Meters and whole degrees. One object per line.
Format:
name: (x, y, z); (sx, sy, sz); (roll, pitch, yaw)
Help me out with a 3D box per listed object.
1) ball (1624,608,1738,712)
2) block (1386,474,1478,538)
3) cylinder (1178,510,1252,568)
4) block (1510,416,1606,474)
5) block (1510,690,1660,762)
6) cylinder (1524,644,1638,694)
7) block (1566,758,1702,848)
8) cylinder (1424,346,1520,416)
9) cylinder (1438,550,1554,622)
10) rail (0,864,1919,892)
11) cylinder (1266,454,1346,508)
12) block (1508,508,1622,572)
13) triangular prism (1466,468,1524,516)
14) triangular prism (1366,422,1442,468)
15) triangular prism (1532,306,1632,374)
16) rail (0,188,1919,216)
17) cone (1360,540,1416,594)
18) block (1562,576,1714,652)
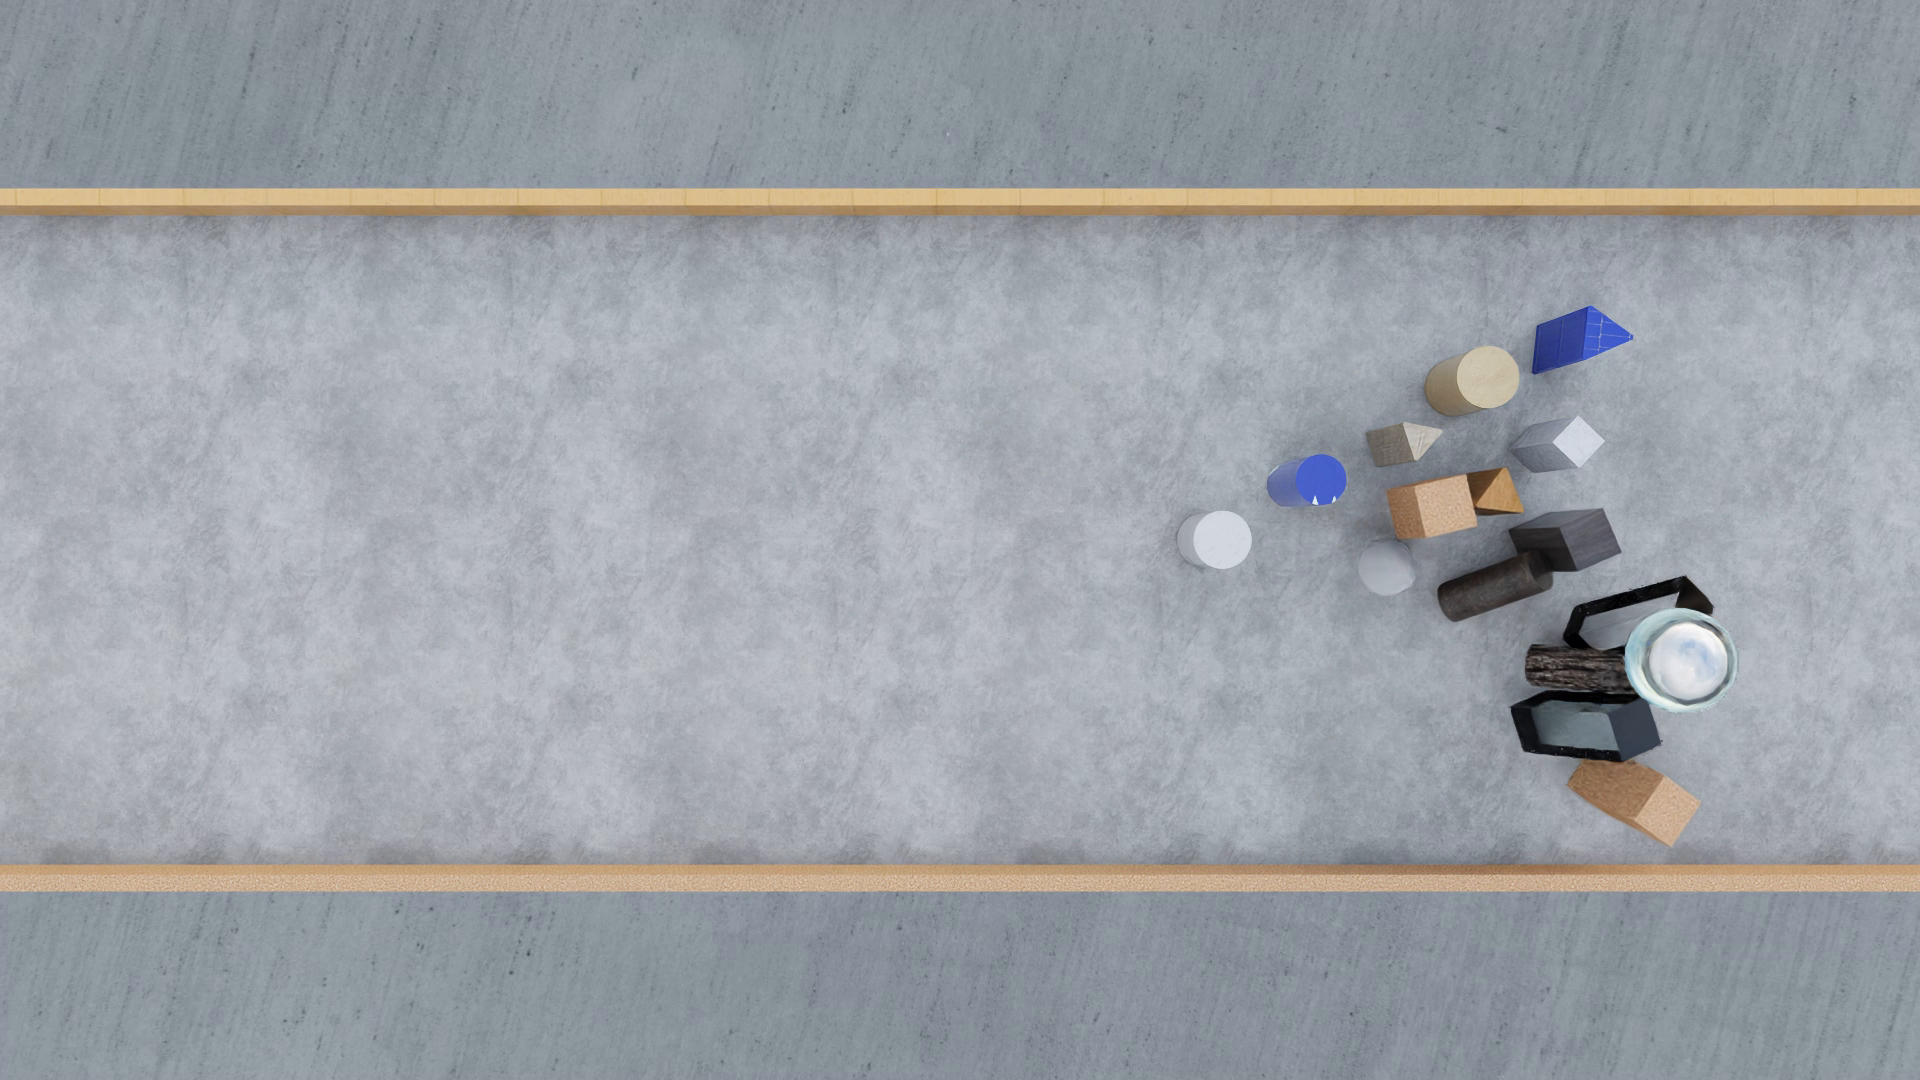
ball: (1.985, 0.332, 4.547); (0.288, 0.288, 0.288); (0, 90, 0)
block: (1.402, -0.097, 4.917); (0.153, 0.318, 0.153); (-13, 90, 0)
cylinder: (0.752, -0.001, 4.899); (0.167, 0.355, 0.167); (0, 90, 0)
block: (1.764, -0.280, 4.889); (0.106, 0.375, 0.106); (44, 90, 0)
block: (1.831, 0.543, 4.850); (0.147, 0.419, 0.147); (-20, 94, -20)
cylinder: (1.890, 0.388, 4.904); (0.380, 0.126, 0.126); (3, 90, 41)
block: (1.994, 0.752, 4.895); (0.157, 0.333, 0.157); (34, 90, -17)
cylinder: (1.520, -0.469, 4.912); (0.180, 0.329, 0.180); (0, 90, 0)
cylinder: (1.595, 0.139, 4.924); (0.312, 0.126, 0.126); (-27, 90, 43)
rail: (-2.247, 1.025, 5.001); (12.000, 0.150, 0.050); (0, 90, 0)
cylinder: (1.016, -0.170, 4.857); (0.143, 0.439, 0.143); (0, 90, 0)
block: (1.781, 0.002, 4.874); (0.137, 0.400, 0.137); (-23, 90, -2)
triangular prism: (1.563, -0.148, 4.922); (0.140, 0.308, 0.122); (7, 89, -2)
triangular prism: (1.287, -0.298, 4.863); (0.098, 0.427, 0.113); (41, 90, 0)
triangular prism: (1.806, -0.602, 4.869); (0.153, 0.415, 0.133); (-24, 90, 0)
rail: (-2.247, -1.025, 5.002); (12.000, 0.150, 0.050); (0, 90, 0)
cone: (1.305, 0.107, 4.890); (0.172, 0.353, 0.172); (0, 97, 3)
block: (1.995, 0.244, 4.865); (0.136, 0.391, 0.136); (43, 57, -13)
